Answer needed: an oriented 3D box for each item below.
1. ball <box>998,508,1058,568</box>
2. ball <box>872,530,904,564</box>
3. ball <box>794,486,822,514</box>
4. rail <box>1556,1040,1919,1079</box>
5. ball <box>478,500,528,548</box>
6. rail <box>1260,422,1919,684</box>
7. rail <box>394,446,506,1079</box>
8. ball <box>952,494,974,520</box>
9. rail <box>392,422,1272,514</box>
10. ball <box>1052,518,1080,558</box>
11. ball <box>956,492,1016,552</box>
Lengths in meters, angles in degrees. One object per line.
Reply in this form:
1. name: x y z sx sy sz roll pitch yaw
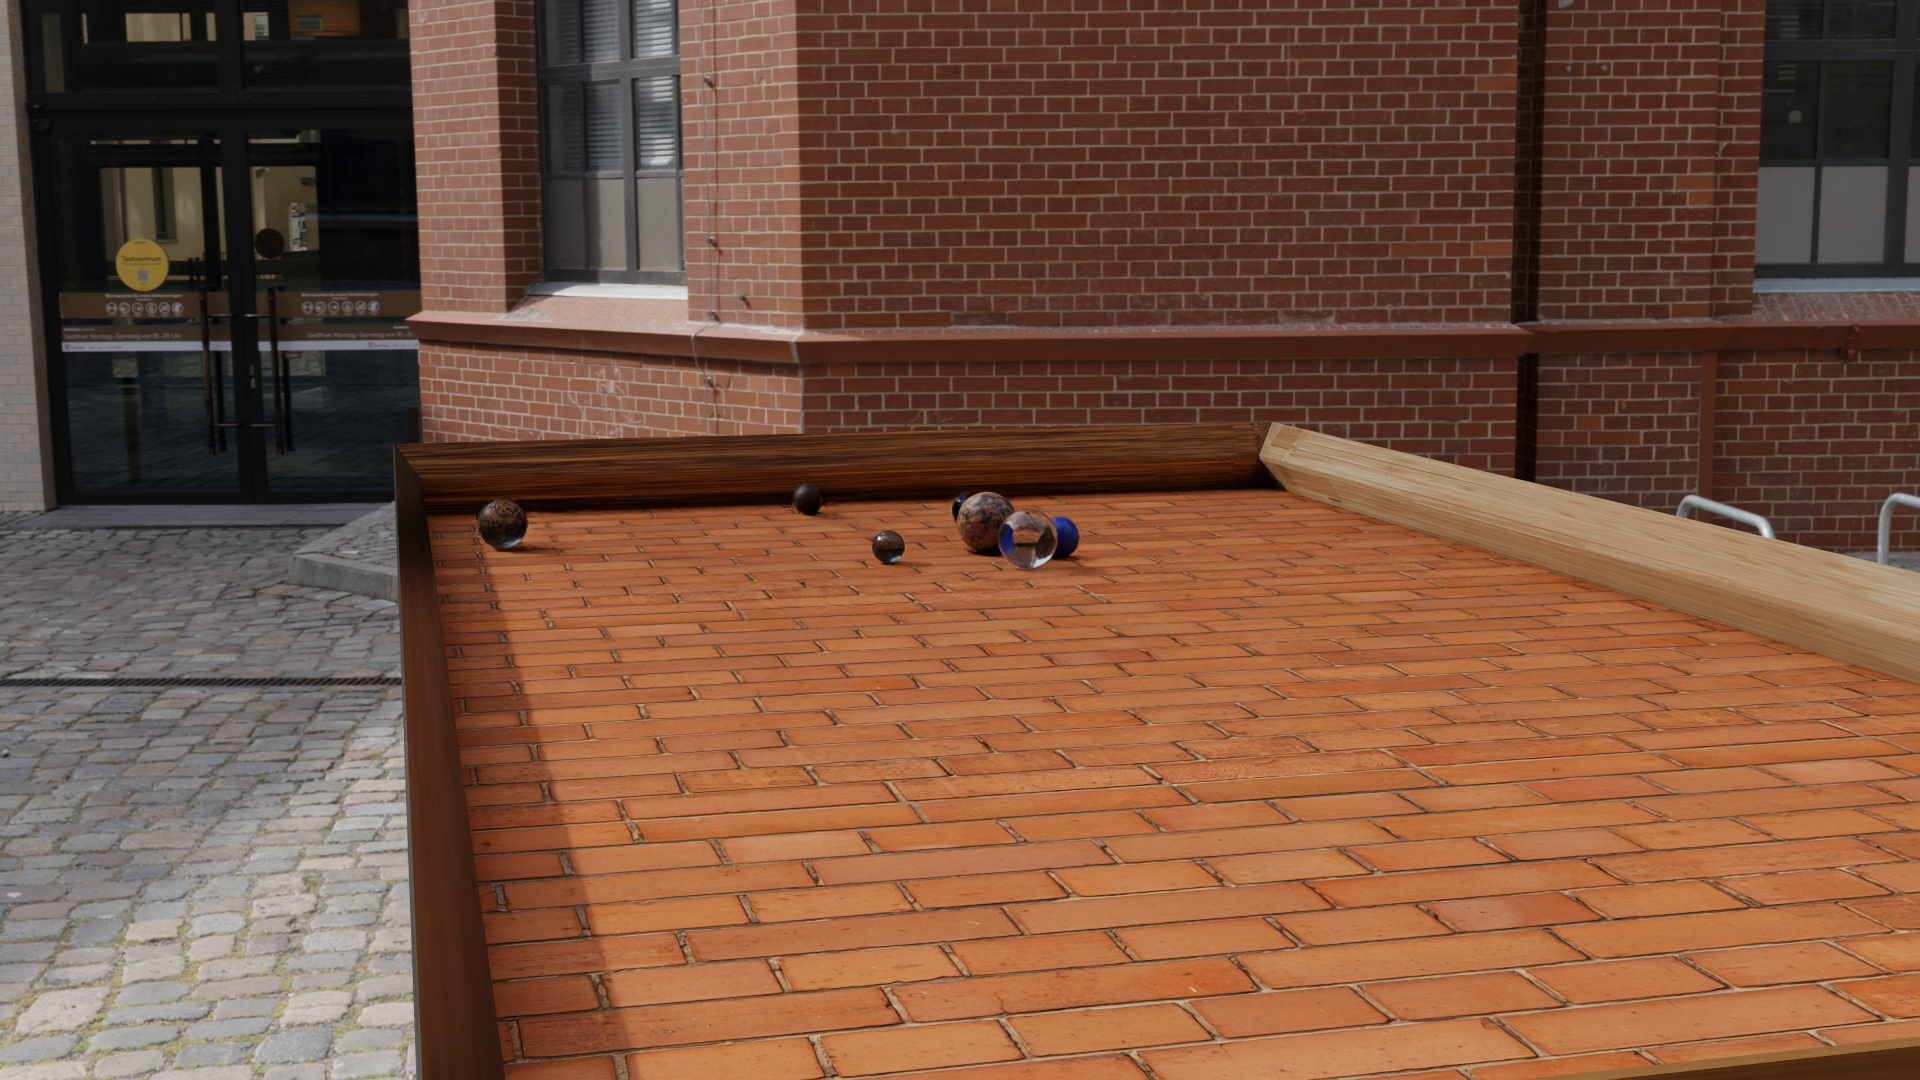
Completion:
1. ball: 0.101 -0.002 3.280 0.090 0.090 0.090 0 8 0
2. ball: -0.109 0.010 3.333 0.050 0.050 0.050 0 8 0
3. ball: -0.269 -0.071 3.884 0.051 0.051 0.051 0 8 0
4. rail: 0.575 0.298 1.133 1.655 0.124 0.045 -2 9 -14
5. ball: -0.723 -0.025 3.478 0.078 0.078 0.078 0 8 0
6. rail: 0.972 0.052 2.790 0.045 0.124 3.092 -2 9 -14
7. rail: -0.584 0.111 2.392 0.045 0.124 3.092 -2 9 -14
8. ball: 0.013 -0.051 3.730 0.056 0.056 0.056 0 8 0
9. rail: -0.188 -0.134 4.049 1.655 0.124 0.045 -2 9 -14
10. ball: 0.153 -0.004 3.383 0.063 0.063 0.063 0 8 0
11. ball: 0.042 -0.028 3.436 0.095 0.095 0.095 0 8 0
